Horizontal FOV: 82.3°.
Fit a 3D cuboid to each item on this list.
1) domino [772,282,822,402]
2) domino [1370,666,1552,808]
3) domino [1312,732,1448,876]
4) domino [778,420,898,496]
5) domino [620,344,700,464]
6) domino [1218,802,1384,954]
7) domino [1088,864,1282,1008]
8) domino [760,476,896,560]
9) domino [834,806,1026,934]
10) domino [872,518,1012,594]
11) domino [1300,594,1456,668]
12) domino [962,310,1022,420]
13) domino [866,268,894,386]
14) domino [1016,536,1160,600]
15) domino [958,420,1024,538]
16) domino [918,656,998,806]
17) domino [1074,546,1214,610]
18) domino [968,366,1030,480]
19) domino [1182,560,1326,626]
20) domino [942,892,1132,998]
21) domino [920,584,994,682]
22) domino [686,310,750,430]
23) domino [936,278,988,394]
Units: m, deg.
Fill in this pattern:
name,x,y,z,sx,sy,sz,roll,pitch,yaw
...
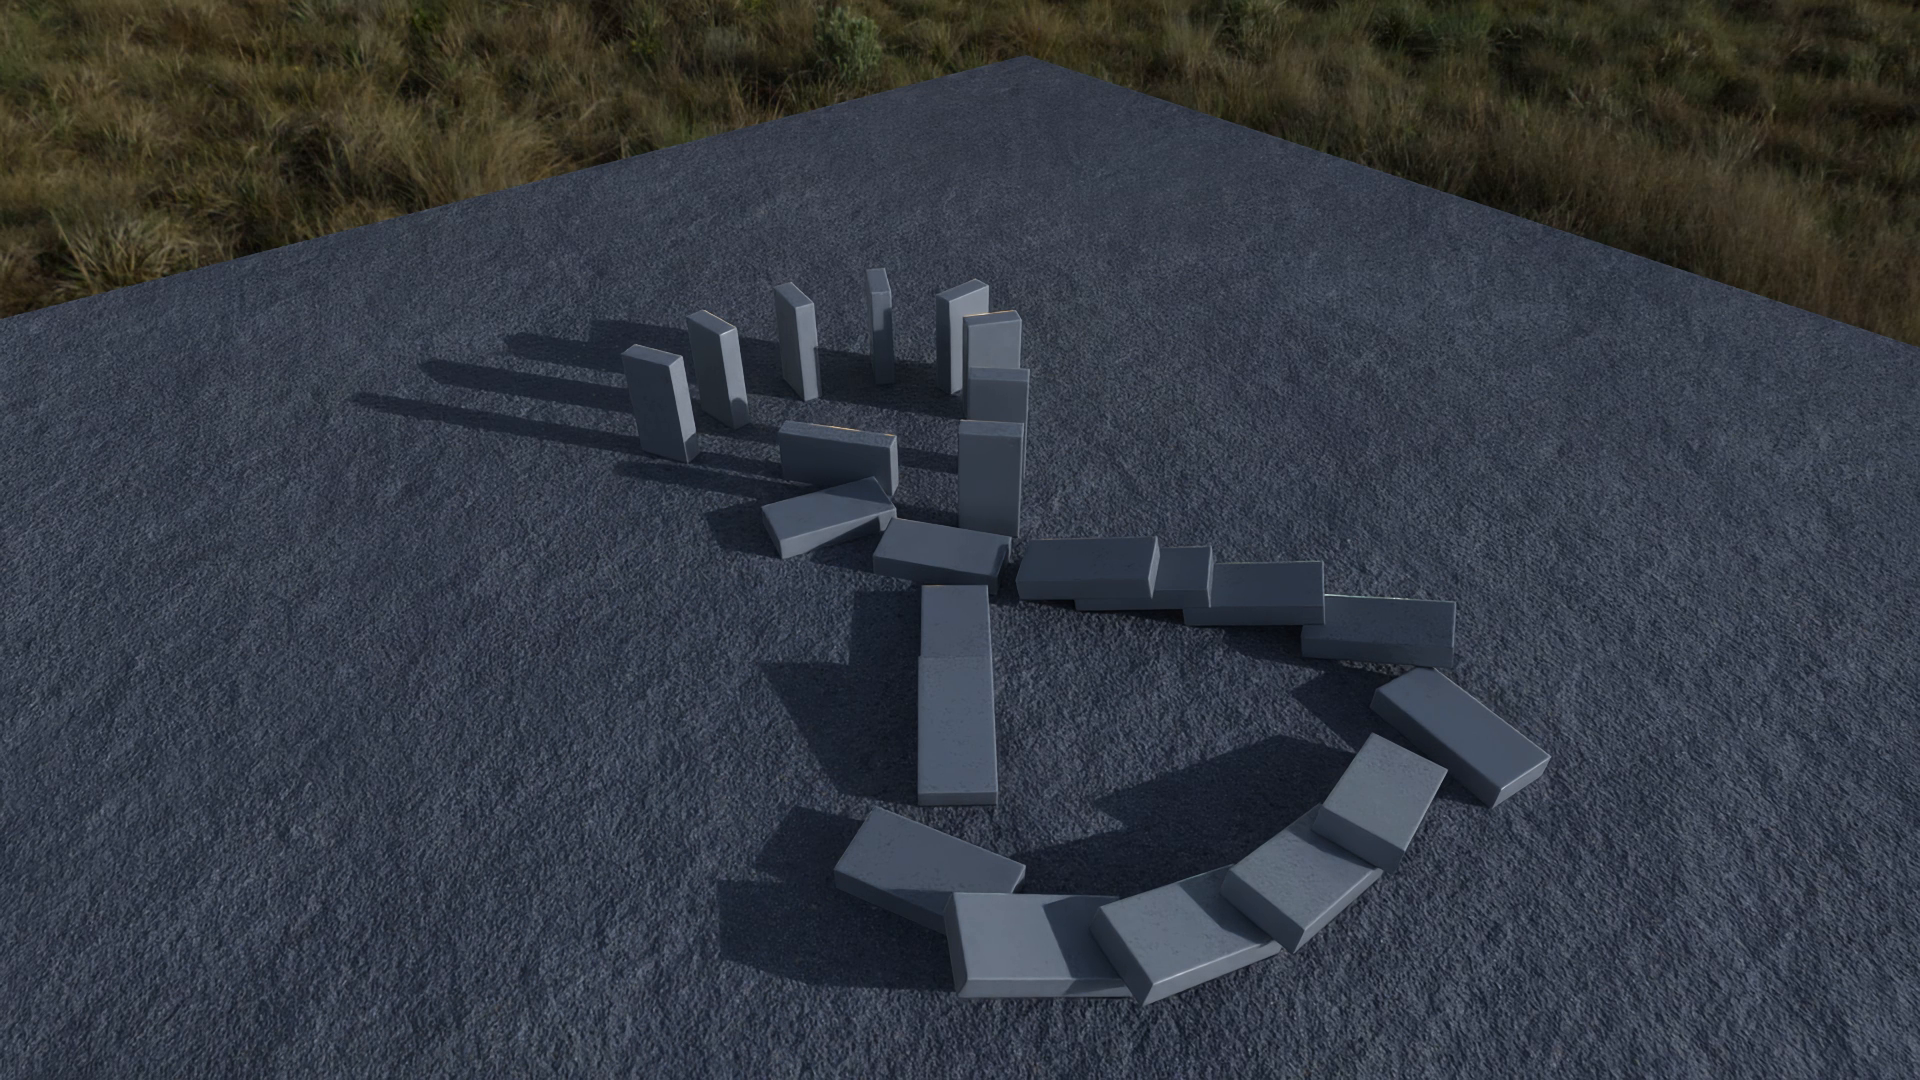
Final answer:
name,x,y,z,sx,sy,sz,roll,pitch,yaw
domino,-0.078,-0.095,0.527,0.009,0.050,0.025,-21,44,-24
domino,0.165,0.064,0.366,0.025,0.010,0.050,-21,44,-24
domino,0.129,0.079,0.337,0.025,0.009,0.050,26,32,27
domino,-0.052,-0.035,0.474,0.050,0.025,0.010,9,40,11
domino,-0.131,-0.059,0.484,0.025,0.050,0.009,16,42,19
domino,0.100,0.096,0.317,0.050,0.010,0.025,-17,40,-41
domino,0.063,0.107,0.302,0.050,0.009,0.025,-6,37,-31
domino,-0.054,-0.010,0.455,0.050,0.010,0.025,-16,42,-19
domino,-0.009,0.099,0.323,0.050,0.010,0.025,17,42,19
domino,-0.007,0.006,0.436,0.050,0.010,0.025,9,40,11
domino,0.150,0.032,0.395,0.050,0.010,0.025,2,37,26
domino,0.014,-0.080,0.510,0.025,0.050,0.009,-9,40,-11
domino,-0.039,-0.104,0.539,0.009,0.050,0.025,-6,40,-8
domino,0.048,0.011,0.414,0.050,0.010,0.025,-1,38,20
domino,0.012,-0.024,0.441,0.025,0.050,0.009,4,39,4
domino,-0.001,0.062,0.360,0.025,0.009,0.050,-1,51,-1
domino,0.070,0.015,0.417,0.050,0.009,0.025,-2,37,19
domino,0.016,-0.050,0.472,0.025,0.050,0.009,3,39,4
domino,0.110,0.020,0.411,0.050,0.009,0.025,-2,38,18
domino,0.022,0.110,0.298,0.050,0.010,0.025,7,38,-17
domino,-0.002,0.037,0.399,0.025,0.010,0.050,-1,39,-1
domino,-0.111,-0.078,0.507,0.025,0.050,0.010,31,49,32
domino,0.001,-0.098,0.531,0.025,0.050,0.009,-29,48,-31
